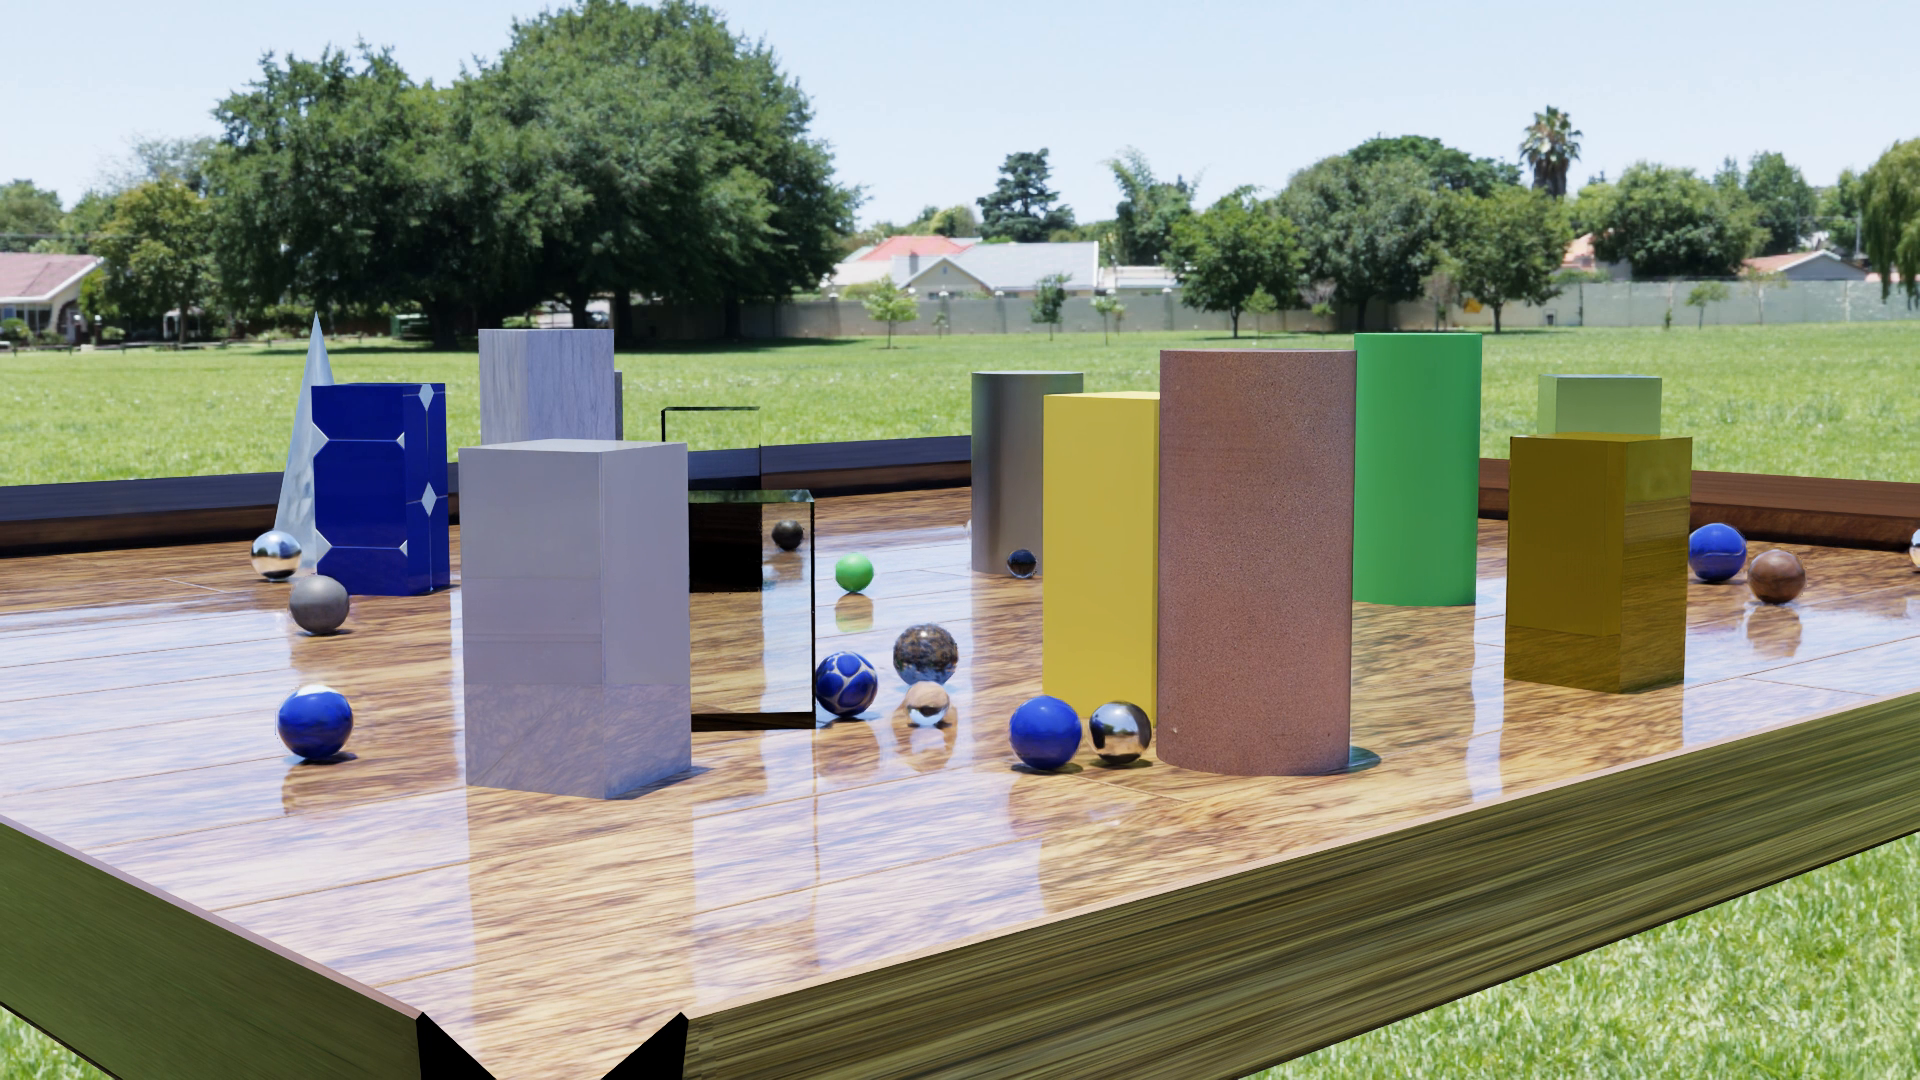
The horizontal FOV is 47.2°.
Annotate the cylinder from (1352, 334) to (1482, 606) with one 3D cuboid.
[{"bbox_3d":[0.698,-0.112,3.371,0.191,0.406,0.191,0,6,0],"label":"cylinder"}]

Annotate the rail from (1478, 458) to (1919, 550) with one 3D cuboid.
[{"bbox_3d":[1.282,-0.092,4.508,0.045,0.124,3.270,-6,8,-42],"label":"rail"}]

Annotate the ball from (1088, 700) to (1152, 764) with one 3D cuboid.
[{"bbox_3d":[0.157,0.188,2.155,0.063,0.063,0.063,0,6,0],"label":"ball"}]

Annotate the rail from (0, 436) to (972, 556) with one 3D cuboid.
[{"bbox_3d":[-1.093,-0.092,4.510,3.536,0.124,0.045,-6,8,-42],"label":"rail"}]

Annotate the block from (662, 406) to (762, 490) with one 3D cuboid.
[{"bbox_3d":[-0.401,-0.071,3.566,0.153,0.283,0.153,0,6,-4],"label":"block"}]

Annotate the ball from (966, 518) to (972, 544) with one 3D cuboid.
[{"bbox_3d":[0.047,-0.017,4.066,0.071,0.071,0.071,0,6,0],"label":"ball"}]

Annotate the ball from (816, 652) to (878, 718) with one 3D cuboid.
[{"bbox_3d":[-0.125,0.158,2.403,0.072,0.072,0.072,0,6,0],"label":"ball"}]

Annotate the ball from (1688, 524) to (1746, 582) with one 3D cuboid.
[{"bbox_3d":[1.235,0.021,3.592,0.095,0.095,0.095,0,6,0],"label":"ball"}]

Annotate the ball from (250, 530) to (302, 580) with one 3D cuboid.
[{"bbox_3d":[-1.124,0.025,3.615,0.081,0.081,0.081,0,6,0],"label":"ball"}]

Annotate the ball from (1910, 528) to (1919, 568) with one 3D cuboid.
[{"bbox_3d":[1.642,0.013,3.693,0.089,0.089,0.089,0,6,0],"label":"ball"}]

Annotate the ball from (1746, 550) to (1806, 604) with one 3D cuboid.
[{"bbox_3d":[1.230,0.056,3.314,0.083,0.083,0.083,0,6,0],"label":"ball"}]

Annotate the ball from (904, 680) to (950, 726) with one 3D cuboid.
[{"bbox_3d":[-0.036,0.174,2.355,0.048,0.048,0.048,0,6,0],"label":"ball"}]

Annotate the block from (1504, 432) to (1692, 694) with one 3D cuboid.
[{"bbox_3d":[0.765,0.022,2.637,0.153,0.292,0.153,-6,8,-44],"label":"block"}]

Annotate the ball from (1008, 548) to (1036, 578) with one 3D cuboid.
[{"bbox_3d":[0.103,0.038,3.647,0.049,0.049,0.049,0,6,0],"label":"ball"}]

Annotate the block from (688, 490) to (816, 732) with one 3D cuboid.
[{"bbox_3d":[-0.237,0.073,2.390,0.153,0.242,0.153,-1,6,-6],"label":"block"}]

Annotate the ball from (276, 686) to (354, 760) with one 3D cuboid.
[{"bbox_3d":[-0.639,0.181,2.179,0.073,0.073,0.073,0,6,0],"label":"ball"}]

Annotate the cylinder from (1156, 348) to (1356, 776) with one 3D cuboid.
[{"bbox_3d":[0.292,0.015,2.174,0.191,0.404,0.191,0,6,0],"label":"cylinder"}]

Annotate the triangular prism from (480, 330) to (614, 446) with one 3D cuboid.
[{"bbox_3d":[-0.537,-0.052,2.734,0.144,0.418,0.166,4,7,31],"label":"triangular prism"}]

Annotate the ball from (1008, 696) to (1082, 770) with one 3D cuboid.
[{"bbox_3d":[0.082,0.187,2.131,0.071,0.071,0.071,0,6,0],"label":"ball"}]

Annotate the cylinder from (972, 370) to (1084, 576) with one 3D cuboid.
[{"bbox_3d":[0.115,-0.118,3.757,0.191,0.336,0.191,0,6,0],"label":"cylinder"}]

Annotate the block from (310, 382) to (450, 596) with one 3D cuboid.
[{"bbox_3d":[-0.916,-0.084,3.485,0.153,0.325,0.153,1,6,11],"label":"block"}]

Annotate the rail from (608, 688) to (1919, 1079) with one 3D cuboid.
[{"bbox_3d":[1.093,0.156,2.154,3.536,0.124,0.045,-6,8,-42],"label":"rail"}]

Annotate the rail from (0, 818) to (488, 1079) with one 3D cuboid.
[{"bbox_3d":[-1.282,0.156,2.156,0.045,0.124,3.270,-6,8,-42],"label":"rail"}]

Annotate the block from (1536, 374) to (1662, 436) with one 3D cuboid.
[{"bbox_3d":[0.970,-0.079,3.356,0.153,0.342,0.153,0,6,5],"label":"block"}]

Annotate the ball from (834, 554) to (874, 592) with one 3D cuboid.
[{"bbox_3d":[-0.167,0.051,3.460,0.062,0.062,0.062,0,6,0],"label":"ball"}]

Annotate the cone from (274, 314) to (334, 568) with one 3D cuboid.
[{"bbox_3d":[-1.123,-0.182,3.858,0.191,0.442,0.191,0,6,0],"label":"cone"}]

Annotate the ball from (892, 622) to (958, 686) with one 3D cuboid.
[{"bbox_3d":[-0.040,0.136,2.577,0.078,0.078,0.078,0,6,0],"label":"ball"}]

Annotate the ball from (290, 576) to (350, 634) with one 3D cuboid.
[{"bbox_3d":[-0.880,0.089,3.022,0.080,0.080,0.080,0,6,0],"label":"ball"}]

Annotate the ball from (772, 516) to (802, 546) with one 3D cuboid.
[{"bbox_3d":[-0.324,-0.016,4.118,0.058,0.058,0.058,0,6,0],"label":"ball"}]

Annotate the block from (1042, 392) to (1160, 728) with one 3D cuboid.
[{"bbox_3d":[0.200,0.015,2.431,0.153,0.350,0.153,6,8,43],"label":"block"}]

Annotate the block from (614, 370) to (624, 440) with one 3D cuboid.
[{"bbox_3d":[-0.639,-0.111,3.667,0.153,0.341,0.153,-1,6,-9],"label":"block"}]

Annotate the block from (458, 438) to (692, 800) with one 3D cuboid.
[{"bbox_3d":[-0.362,0.068,2.083,0.153,0.317,0.153,3,7,24],"label":"block"}]
